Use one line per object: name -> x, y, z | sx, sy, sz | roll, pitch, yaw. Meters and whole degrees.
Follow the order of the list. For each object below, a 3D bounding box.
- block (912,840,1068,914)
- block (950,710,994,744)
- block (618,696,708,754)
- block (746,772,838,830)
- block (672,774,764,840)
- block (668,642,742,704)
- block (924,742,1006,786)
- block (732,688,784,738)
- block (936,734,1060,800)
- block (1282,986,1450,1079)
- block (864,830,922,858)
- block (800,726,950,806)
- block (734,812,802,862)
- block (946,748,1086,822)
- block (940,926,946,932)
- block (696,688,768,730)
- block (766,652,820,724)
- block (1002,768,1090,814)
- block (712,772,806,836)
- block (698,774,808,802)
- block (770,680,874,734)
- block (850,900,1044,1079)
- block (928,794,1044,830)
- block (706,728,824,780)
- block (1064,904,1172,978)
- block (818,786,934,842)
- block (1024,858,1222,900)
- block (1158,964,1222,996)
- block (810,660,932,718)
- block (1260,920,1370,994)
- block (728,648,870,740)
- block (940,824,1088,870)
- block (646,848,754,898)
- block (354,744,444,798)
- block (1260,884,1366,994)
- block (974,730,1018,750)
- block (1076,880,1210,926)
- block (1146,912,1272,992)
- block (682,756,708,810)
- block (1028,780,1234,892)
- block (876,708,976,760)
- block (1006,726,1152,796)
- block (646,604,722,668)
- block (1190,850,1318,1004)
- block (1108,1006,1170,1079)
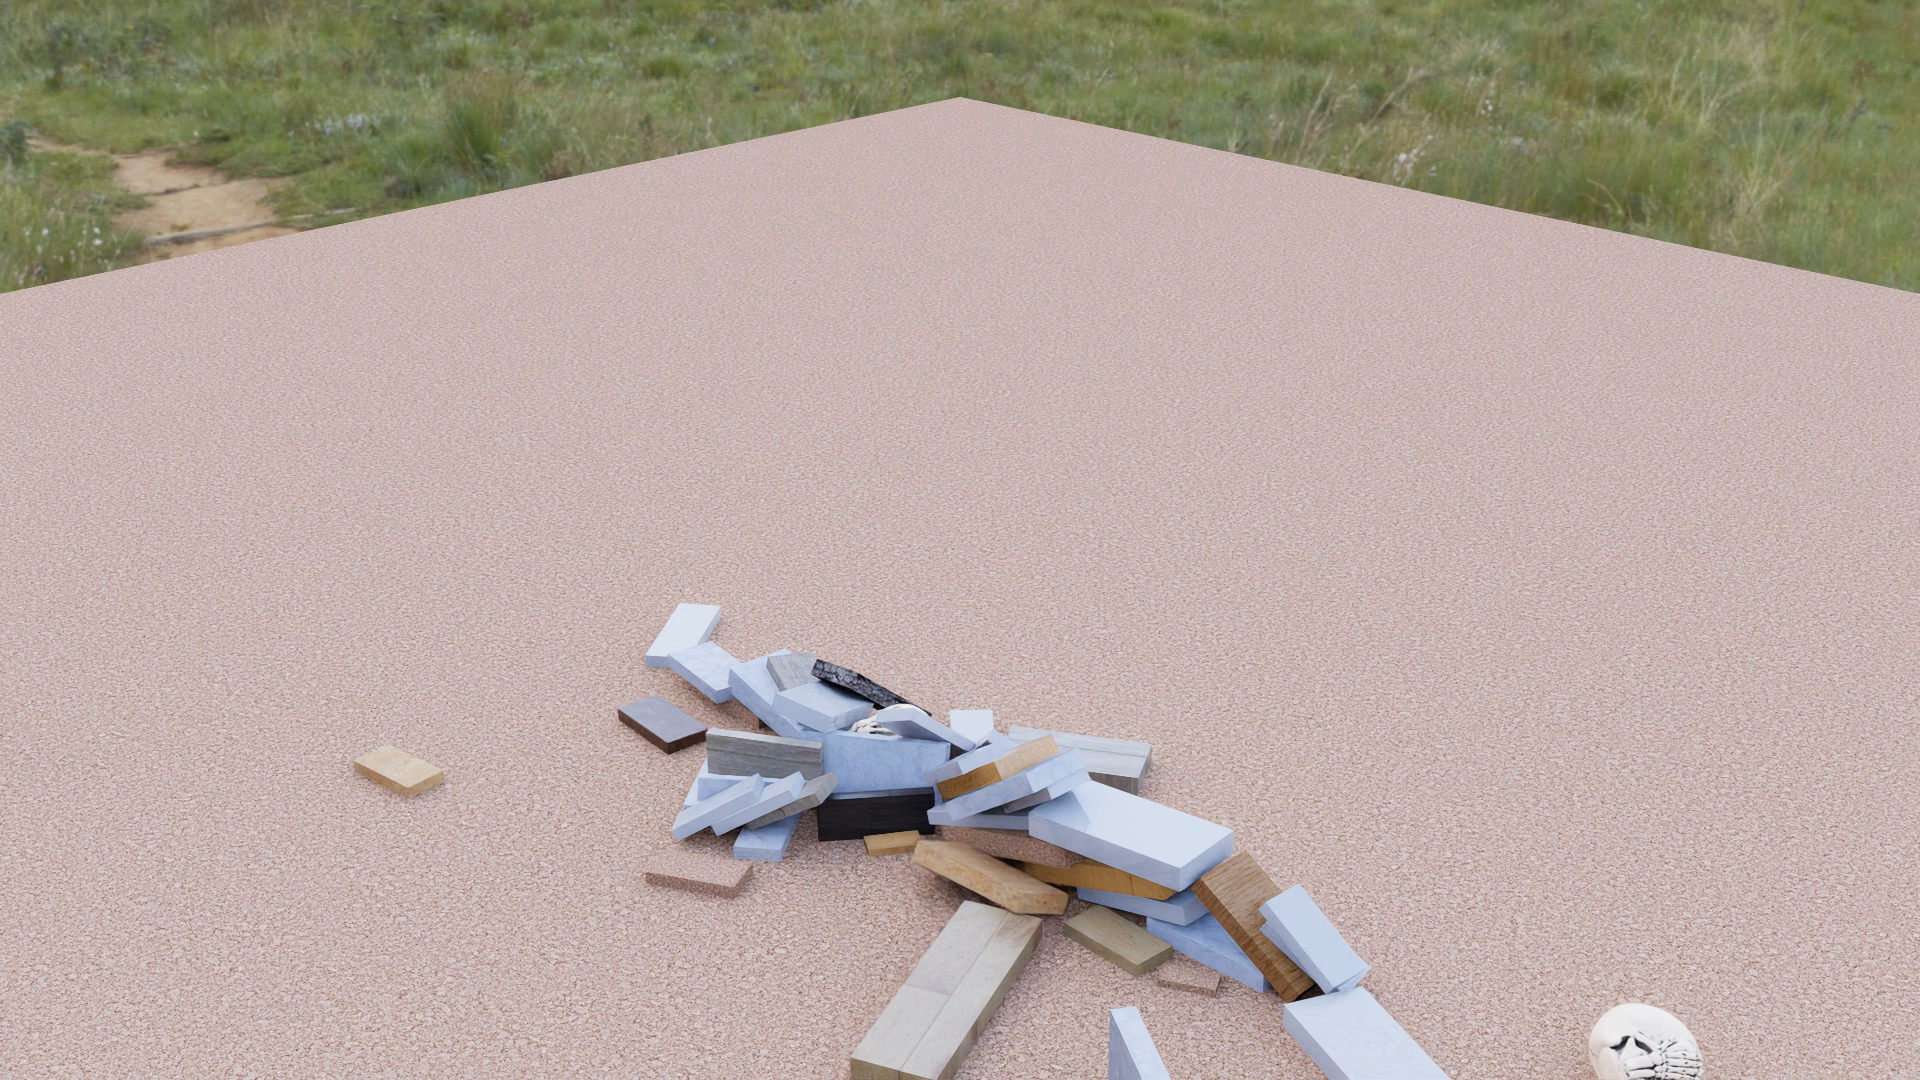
block -> 0.056, 0.635, 4.138 | 0.275, 0.039, 0.137 | 20, 5, 41
block -> 0.027, 0.421, 4.736 | 0.092, 0.026, 0.184 | -1, 23, -2
block -> -0.646, 0.401, 4.779 | 0.102, 0.029, 0.204 | -17, 29, -36
block -> -0.333, 0.515, 4.334 | 0.182, 0.026, 0.091 | -23, 12, 28
block -> -0.479, 0.529, 4.357 | 0.184, 0.026, 0.092 | -27, 12, 9
block -> -0.552, 0.296, 4.939 | 0.114, 0.032, 0.228 | -15, 27, -32
block -> 0.007, 0.437, 4.299 | 0.097, 0.028, 0.194 | -23, -3, -24
block -> -0.381, 0.365, 4.790 | 0.114, 0.032, 0.228 | -21, 44, -40
block -> 0.071, 0.445, 4.293 | 0.137, 0.039, 0.274 | -23, -3, -28
block -> 0.682, 0.862, 3.674 | 0.153, 0.043, 0.307 | -8, 24, -19
block -> -0.131, 0.598, 4.332 | 0.109, 0.015, 0.054 | -5, 24, -12
block -> -0.176, 0.472, 4.447 | 0.303, 0.152, 0.043 | 5, 7, 12
block -> -0.381, 0.576, 4.369 | 0.094, 0.027, 0.187 | 4, 23, 9
block -> 0.104, 0.465, 4.174 | 0.137, 0.039, 0.275 | -22, -4, -38
block -> 0.018, 0.726, 4.032 | 0.104, 0.015, 0.052 | -3, 23, -7
block -> -0.475, 0.350, 4.894 | 0.114, 0.032, 0.228 | -20, 30, -39
block -> -0.334, 0.318, 4.741 | 0.102, 0.029, 0.204 | -6, 36, -25
block -> 0.161, 0.475, 4.164 | 0.094, 0.027, 0.187 | -22, -4, -30
block -> -0.397, 0.520, 4.335 | 0.182, 0.026, 0.091 | -26, 12, 16
block -> -0.414, 0.503, 4.415 | 0.223, 0.054, 0.015 | 4, 24, -4
block -> -0.283, 0.344, 4.558 | 0.128, 0.036, 0.256 | 22, 9, 16
block -> -0.015, 0.790, 3.820 | 0.153, 0.043, 0.495 | 10, 27, 20
block -> 0.081, 0.529, 4.280 | 0.294, 0.028, 0.097 | -2, 14, 38
block -> -0.394, 0.441, 4.446 | 0.242, 0.091, 0.026 | 6, 24, 14
block -> 0.287, 0.729, 4.008 | 0.093, 0.026, 0.186 | -19, 30, -38
block -> -0.166, 0.544, 4.360 | 0.231, 0.094, 0.027 | -3, 23, -7
block -> 0.302, 0.603, 4.141 | 0.342, 0.048, 0.171 | 0, 16, 45
block -> 0.407, 0.780, 3.902 | 0.104, 0.015, 0.052 | 7, 24, 17
block -> -0.189, 0.331, 4.719 | 0.128, 0.036, 0.256 | 14, -13, 46
block -> 0.626, 0.721, 3.881 | 0.186, 0.026, 0.093 | 42, 43, 13
block -> -0.349, 0.353, 4.748 | 0.152, 0.043, 0.303 | -18, 43, -38
block -> 0.142, 0.561, 4.257 | 0.171, 0.048, 0.342 | -21, 15, -40
block -> -0.500, 0.639, 4.220 | 0.183, 0.026, 0.091 | 7, 24, 16
block -> -1.172, 0.482, 4.591 | 0.183, 0.026, 0.091 | 18, 29, 36
block -> 0.618, 0.699, 3.858 | 0.093, 0.026, 0.186 | -19, 61, -40
block -> 0.126, 0.458, 4.447 | 0.194, 0.097, 0.028 | 34, 64, -4
block -> 0.359, 0.652, 4.104 | 0.133, 0.038, 0.265 | -21, 18, -41
block -> 0.484, 0.727, 3.999 | 0.265, 0.038, 0.133 | 21, 31, 40
block -> -0.476, 0.502, 4.531 | 0.128, 0.036, 0.256 | 3, 23, 7
block -> 0.314, 0.540, 4.055 | 0.342, 0.048, 0.171 | 16, 28, 37
block -> -0.038, 0.410, 4.476 | 0.092, 0.026, 0.313 | -7, -28, 38
block -> 0.239, 0.463, 4.615 | 0.303, 0.043, 0.152 | 6, 24, 14
block -> -0.651, 0.225, 5.192 | 0.102, 0.029, 0.291 | 4, 23, 8
block -> 0.547, 0.687, 3.916 | 0.133, 0.038, 0.266 | -22, 63, -41
block -> 0.296, 0.890, 3.467 | 0.043, 0.153, 0.307 | -5, 23, -11
